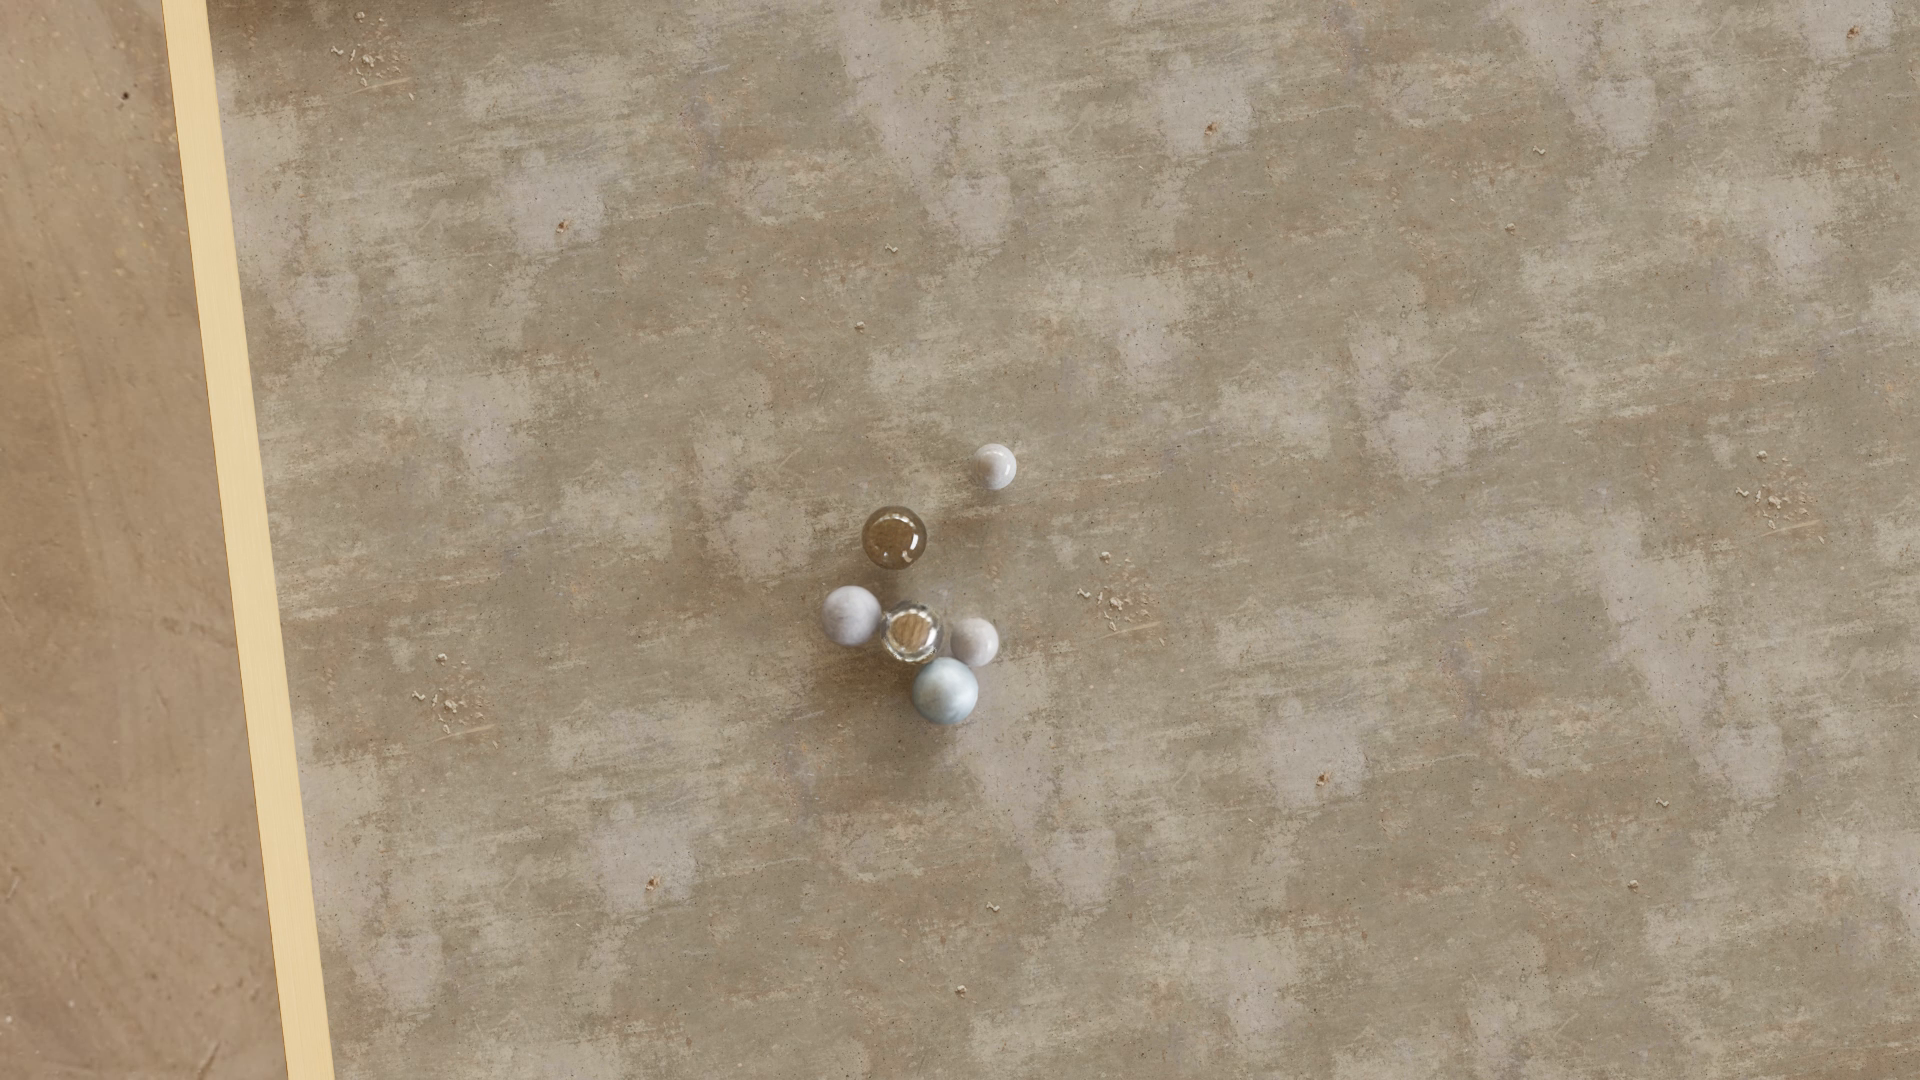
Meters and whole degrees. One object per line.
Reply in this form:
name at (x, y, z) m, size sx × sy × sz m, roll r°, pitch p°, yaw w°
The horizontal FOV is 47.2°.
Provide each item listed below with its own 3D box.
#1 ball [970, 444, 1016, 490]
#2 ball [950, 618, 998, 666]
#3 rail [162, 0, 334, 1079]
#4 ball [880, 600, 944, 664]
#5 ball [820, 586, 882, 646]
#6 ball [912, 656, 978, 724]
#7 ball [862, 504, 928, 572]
ball at (0.050, -0.109, 3.267) m, size 0.069 × 0.069 × 0.069 m, roll 0°, pitch 84°, yaw 0°
ball at (0.021, 0.150, 3.236) m, size 0.072 × 0.072 × 0.072 m, roll 0°, pitch 84°, yaw 0°
rail at (-1.012, 0.153, 3.207) m, size 0.045 × 0.127 × 2.412 m, roll -9°, pitch 84°, yaw -1°
ball at (-0.070, 0.135, 3.227) m, size 0.095 × 0.095 × 0.095 m, roll 0°, pitch 84°, yaw 0°
ball at (-0.159, 0.111, 3.232) m, size 0.090 × 0.090 × 0.090 m, roll 0°, pitch 84°, yaw 0°
ball at (-0.022, 0.220, 3.216) m, size 0.098 × 0.098 × 0.098 m, roll 0°, pitch 84°, yaw 0°
ball at (-0.097, -0.003, 3.241) m, size 0.098 × 0.098 × 0.098 m, roll 0°, pitch 84°, yaw 0°
